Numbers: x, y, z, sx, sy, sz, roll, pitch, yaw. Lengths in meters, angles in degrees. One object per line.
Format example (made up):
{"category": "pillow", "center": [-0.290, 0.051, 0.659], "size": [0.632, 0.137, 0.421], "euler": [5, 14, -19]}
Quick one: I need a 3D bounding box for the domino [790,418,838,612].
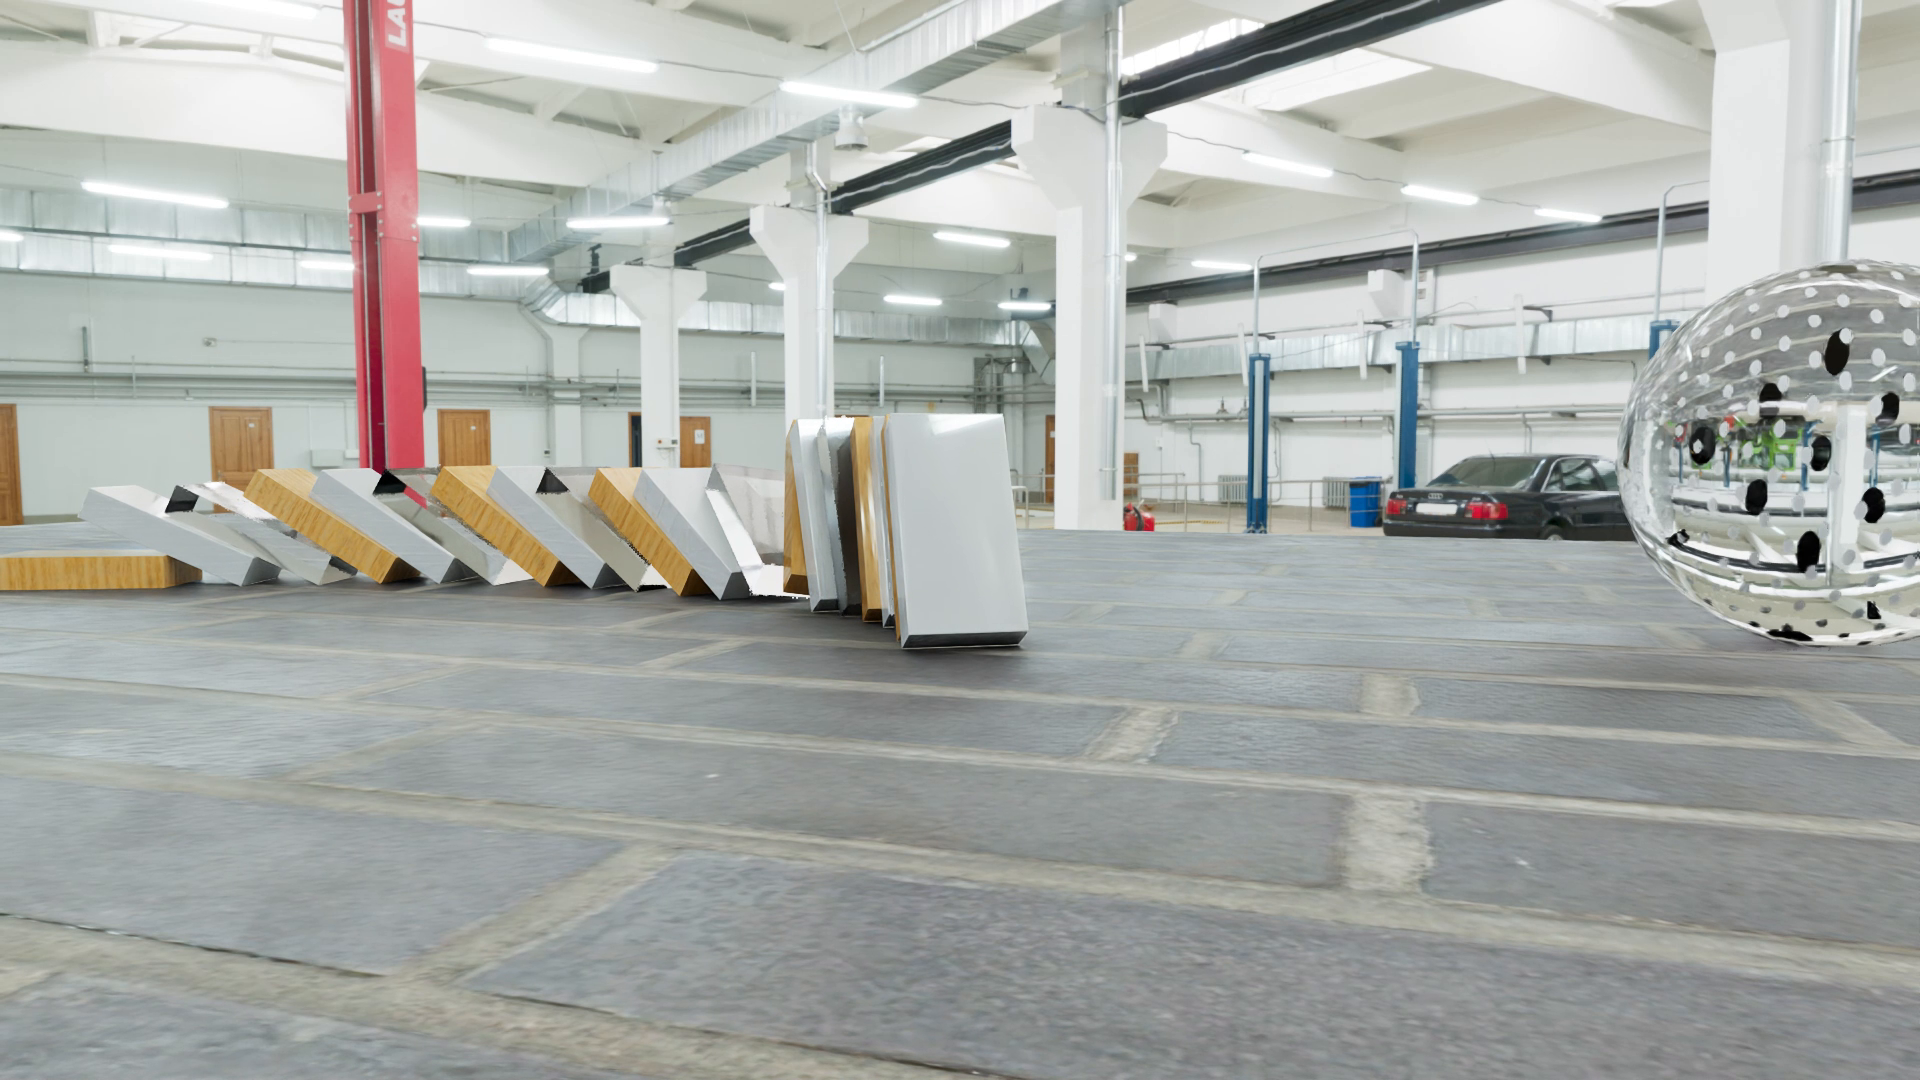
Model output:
{"category": "domino", "center": [-0.028, -0.007, 0.333], "size": [0.025, 0.050, 0.010], "euler": [-2, -22, -21]}

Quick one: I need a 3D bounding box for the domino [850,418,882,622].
{"category": "domino", "center": [-0.012, -0.006, 0.315], "size": [0.025, 0.050, 0.010], "euler": [-1, -22, -12]}

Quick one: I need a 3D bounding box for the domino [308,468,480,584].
{"category": "domino", "center": [-0.175, -0.005, 0.403], "size": [0.050, 0.009, 0.025], "euler": [33, 8, 5]}

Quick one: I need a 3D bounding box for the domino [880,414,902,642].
{"category": "domino", "center": [-0.003, -0.003, 0.284], "size": [0.025, 0.050, 0.010], "euler": [-1, -22, -12]}

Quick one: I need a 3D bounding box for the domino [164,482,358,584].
{"category": "domino", "center": [-0.214, -0.002, 0.398], "size": [0.050, 0.010, 0.025], "euler": [26, 3, -3]}

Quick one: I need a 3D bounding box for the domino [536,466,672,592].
{"category": "domino", "center": [-0.102, -0.004, 0.387], "size": [0.050, 0.010, 0.025], "euler": [39, 22, 23]}

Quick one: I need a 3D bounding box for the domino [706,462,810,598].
{"category": "domino", "center": [-0.052, -0.003, 0.362], "size": [0.025, 0.010, 0.050], "euler": [5, 33, -32]}

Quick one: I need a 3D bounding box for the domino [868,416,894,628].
{"category": "domino", "center": [-0.007, -0.005, 0.305], "size": [0.025, 0.050, 0.010], "euler": [-1, -22, -12]}

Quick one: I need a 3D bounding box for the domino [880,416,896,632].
{"category": "domino", "center": [-0.004, -0.004, 0.295], "size": [0.025, 0.050, 0.009], "euler": [-1, -22, -12]}

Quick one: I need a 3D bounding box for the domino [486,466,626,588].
{"category": "domino", "center": [-0.119, -0.005, 0.394], "size": [0.050, 0.010, 0.025], "euler": [38, 19, 20]}

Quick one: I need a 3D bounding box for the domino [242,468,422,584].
{"category": "domino", "center": [-0.194, -0.005, 0.402], "size": [0.050, 0.010, 0.025], "euler": [32, 5, 0]}

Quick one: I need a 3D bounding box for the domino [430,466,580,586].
{"category": "domino", "center": [-0.137, -0.005, 0.399], "size": [0.050, 0.010, 0.025], "euler": [36, 15, 14]}

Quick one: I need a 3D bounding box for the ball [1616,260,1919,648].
{"category": "ball", "center": [0.181, -0.018, 0.267], "size": [0.080, 0.080, 0.080], "euler": [0, 4, 0]}

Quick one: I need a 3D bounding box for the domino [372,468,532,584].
{"category": "domino", "center": [-0.155, -0.005, 0.402], "size": [0.050, 0.010, 0.025], "euler": [34, 12, 10]}

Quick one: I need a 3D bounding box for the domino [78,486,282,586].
{"category": "domino", "center": [-0.237, -0.002, 0.393], "size": [0.050, 0.010, 0.025], "euler": [24, 2, -6]}

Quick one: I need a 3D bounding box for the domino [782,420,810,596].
{"category": "domino", "center": [-0.034, -0.008, 0.348], "size": [0.025, 0.050, 0.010], "euler": [8, -35, -18]}

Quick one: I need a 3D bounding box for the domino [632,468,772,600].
{"category": "domino", "center": [-0.070, -0.003, 0.368], "size": [0.025, 0.010, 0.050], "euler": [-4, 39, -47]}

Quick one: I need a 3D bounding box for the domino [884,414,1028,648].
{"category": "domino", "center": [-0.001, -0.003, 0.274], "size": [0.025, 0.050, 0.010], "euler": [-1, -22, -12]}

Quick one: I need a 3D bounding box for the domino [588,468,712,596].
{"category": "domino", "center": [-0.085, -0.003, 0.379], "size": [0.050, 0.010, 0.025], "euler": [42, 27, 29]}

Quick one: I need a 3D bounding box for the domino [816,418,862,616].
{"category": "domino", "center": [-0.020, -0.006, 0.325], "size": [0.025, 0.050, 0.009], "euler": [-2, -22, -20]}

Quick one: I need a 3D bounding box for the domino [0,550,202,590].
{"category": "domino", "center": [-0.262, 0.009, 0.388], "size": [0.050, 0.010, 0.025], "euler": [-1, 4, -8]}
